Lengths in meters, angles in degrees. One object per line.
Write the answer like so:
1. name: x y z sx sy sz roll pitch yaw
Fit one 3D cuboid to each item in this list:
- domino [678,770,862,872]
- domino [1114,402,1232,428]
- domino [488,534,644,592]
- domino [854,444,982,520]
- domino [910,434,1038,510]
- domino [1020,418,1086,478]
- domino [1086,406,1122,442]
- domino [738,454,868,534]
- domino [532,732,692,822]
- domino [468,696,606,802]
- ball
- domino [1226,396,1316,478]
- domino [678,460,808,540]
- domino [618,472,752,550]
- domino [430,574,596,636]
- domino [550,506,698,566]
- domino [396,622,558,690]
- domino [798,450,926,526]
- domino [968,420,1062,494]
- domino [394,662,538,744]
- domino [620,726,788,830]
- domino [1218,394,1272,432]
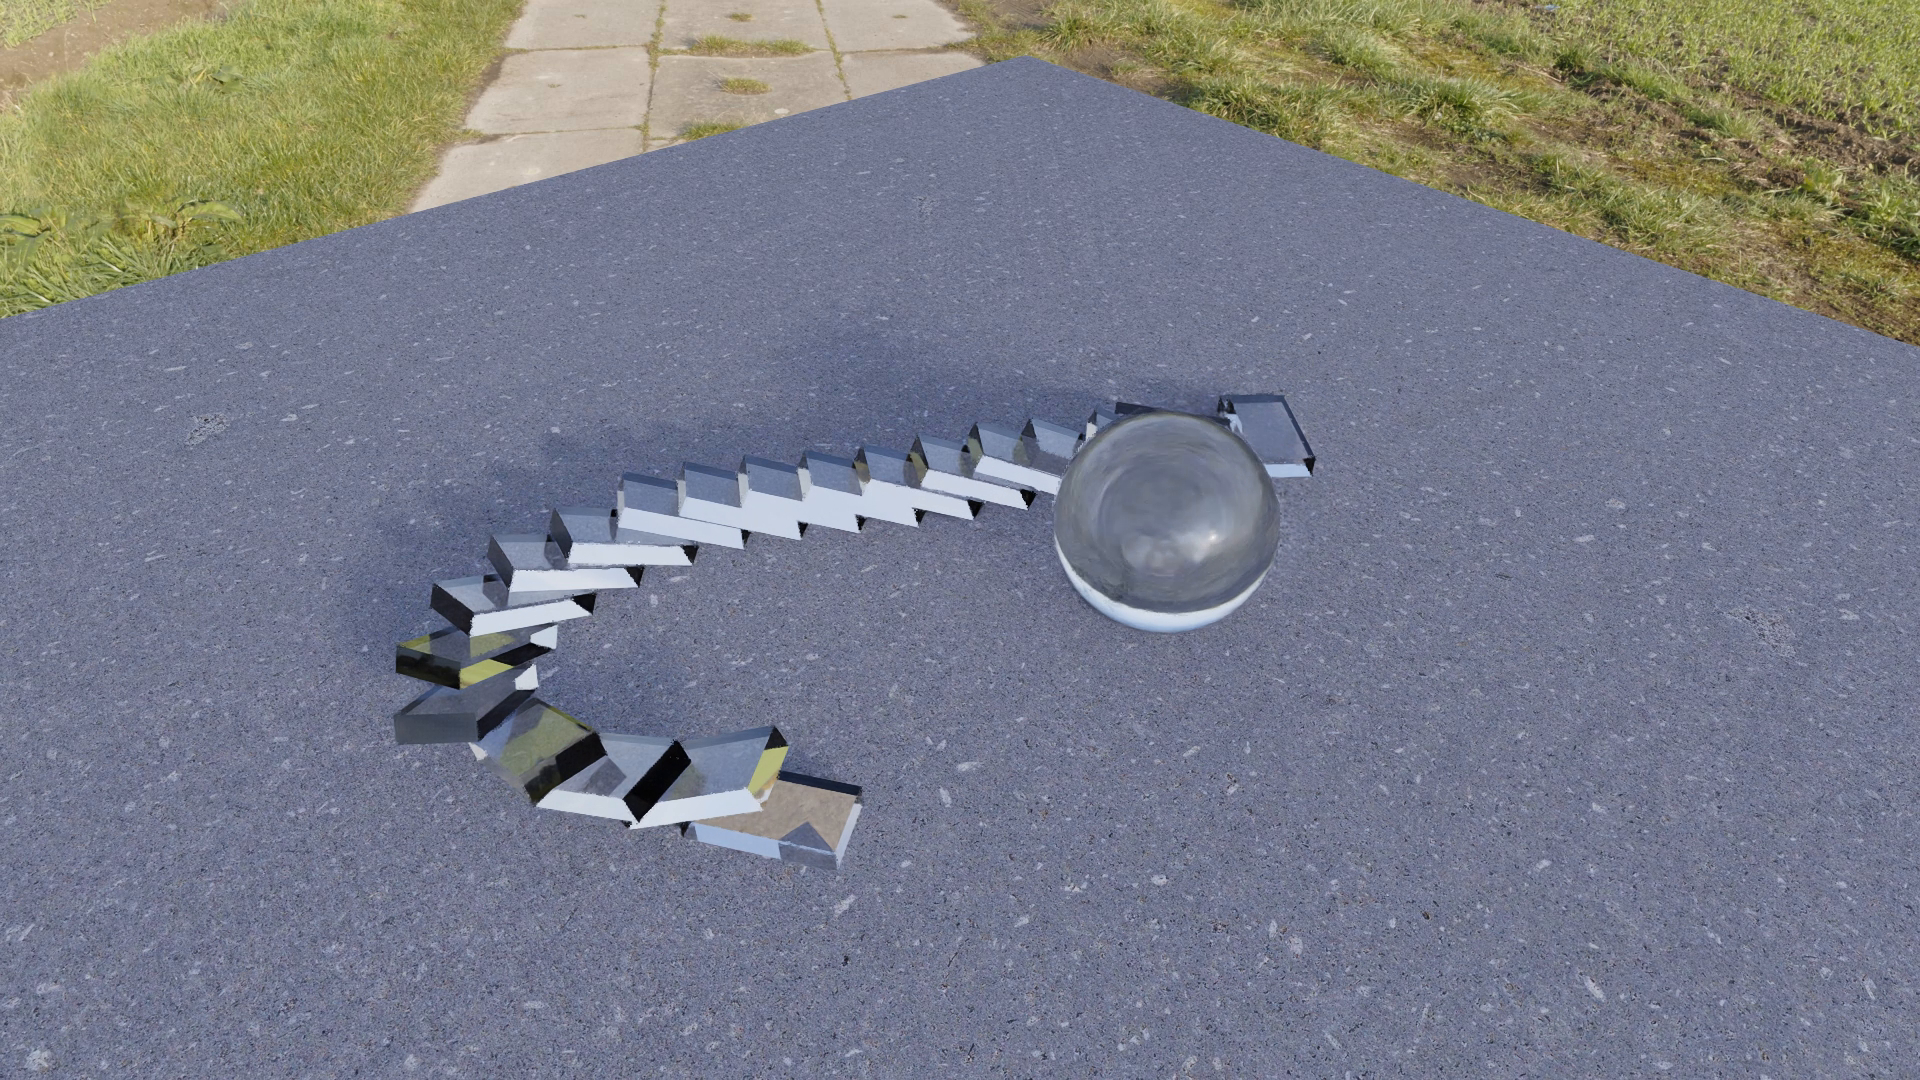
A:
1. domino: -0.058 0.084 0.341 0.050 0.009 0.025 9 40 11
2. domino: 0.094 -0.049 0.491 0.050 0.025 0.010 11 81 13
3. domino: -0.149 0.008 0.417 0.050 0.009 0.025 0 30 -43
4. domino: -0.017 -0.024 0.458 0.050 0.009 0.025 12 34 -24
5. domino: 0.006 -0.029 0.463 0.050 0.010 0.025 12 34 -24
6. domino: 0.052 -0.035 0.471 0.050 0.009 0.025 15 35 -20
7. domino: 0.079 -0.038 0.474 0.050 0.010 0.025 23 39 -9
8. domino: -0.065 -0.019 0.451 0.050 0.009 0.025 12 34 -25
9. domino: -0.110 0.072 0.340 0.050 0.010 0.025 -3 33 35
10. domino: -0.135 0.065 0.348 0.025 0.009 0.050 -33 25 -34
11. ball: 0.074 -0.006 0.396 0.080 0.080 0.080 0 39 0
12. domino: 0.136 -0.046 0.485 0.025 0.010 0.050 -2 39 -2
13. domino: -0.088 -0.016 0.447 0.050 0.010 0.025 12 33 -25
14. domino: -0.111 -0.012 0.442 0.050 0.009 0.025 11 33 -26
15. domino: -0.162 0.021 0.400 0.025 0.010 0.050 27 20 29
16. domino: -0.131 -0.001 0.429 0.050 0.010 0.025 3 31 -40
17. domino: -0.166 0.037 0.381 0.025 0.010 0.050 12 13 14
18. domino: -0.041 -0.021 0.454 0.050 0.010 0.025 12 34 -24
19. domino: 0.029 -0.034 0.469 0.050 0.009 0.025 15 35 -20
20. domino: -0.160 0.053 0.361 0.025 0.010 0.050 -2 11 0
21. domino: -0.079 0.073 0.336 0.050 0.010 0.025 -13 33 22
22. domino: 0.137 -0.049 0.504 0.025 0.010 0.050 -2 39 -3
